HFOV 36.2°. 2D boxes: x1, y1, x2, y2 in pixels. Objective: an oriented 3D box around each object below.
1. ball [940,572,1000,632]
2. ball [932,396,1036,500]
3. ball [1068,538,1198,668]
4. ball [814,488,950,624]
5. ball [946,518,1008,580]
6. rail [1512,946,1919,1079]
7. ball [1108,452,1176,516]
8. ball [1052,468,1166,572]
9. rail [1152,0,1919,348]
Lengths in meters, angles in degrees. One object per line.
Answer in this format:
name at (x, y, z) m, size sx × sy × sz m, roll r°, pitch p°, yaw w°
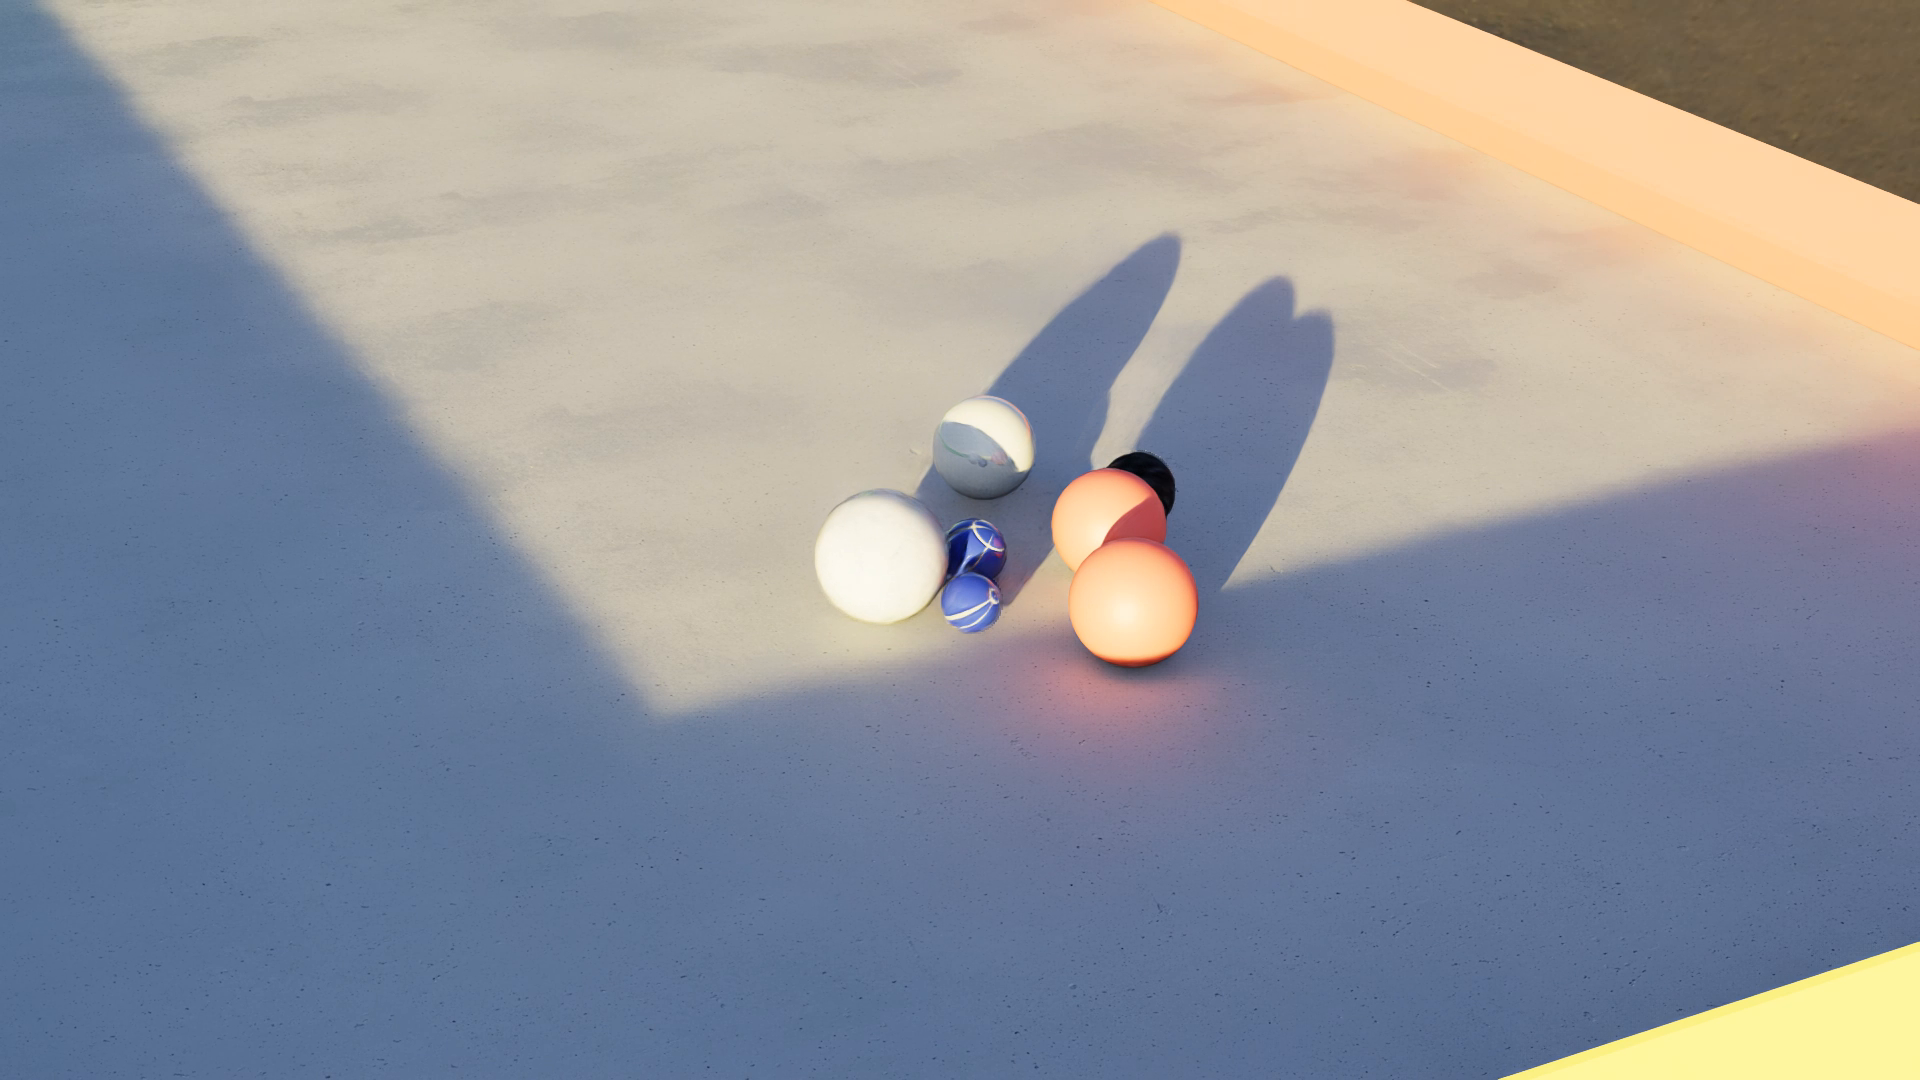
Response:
ball at (0.007, 0.043, 2.042) m, size 0.042 × 0.042 × 0.042 m, roll 0°, pitch 25°, yaw 0°
ball at (0.018, -0.070, 2.240) m, size 0.080 × 0.080 × 0.080 m, roll 0°, pitch 25°, yaw 0°
ball at (0.117, 0.042, 1.990) m, size 0.088 × 0.088 × 0.088 m, roll 0°, pitch 25°, yaw 0°
ball at (-0.054, 0.011, 2.049) m, size 0.094 × 0.094 × 0.094 m, roll 0°, pitch 25°, yaw 0°
ball at (0.010, 0.009, 2.109) m, size 0.048 × 0.048 × 0.048 m, roll 0°, pitch 25°, yaw 0°
rail at (0.355, 0.272, 1.454) m, size 1.899 × 0.122 × 0.045 m, roll -12°, pitch 28°, yaw -24°
ball at (0.132, -0.036, 2.194) m, size 0.058 × 0.058 × 0.058 m, roll 0°, pitch 25°, yaw 0°
ball at (0.107, -0.010, 2.109) m, size 0.083 × 0.083 × 0.083 m, roll 0°, pitch 25°, yaw 0°
rail at (0.459, -0.506, 3.120) m, size 0.045 × 0.122 × 3.232 m, roll -12°, pitch 28°, yaw -24°
